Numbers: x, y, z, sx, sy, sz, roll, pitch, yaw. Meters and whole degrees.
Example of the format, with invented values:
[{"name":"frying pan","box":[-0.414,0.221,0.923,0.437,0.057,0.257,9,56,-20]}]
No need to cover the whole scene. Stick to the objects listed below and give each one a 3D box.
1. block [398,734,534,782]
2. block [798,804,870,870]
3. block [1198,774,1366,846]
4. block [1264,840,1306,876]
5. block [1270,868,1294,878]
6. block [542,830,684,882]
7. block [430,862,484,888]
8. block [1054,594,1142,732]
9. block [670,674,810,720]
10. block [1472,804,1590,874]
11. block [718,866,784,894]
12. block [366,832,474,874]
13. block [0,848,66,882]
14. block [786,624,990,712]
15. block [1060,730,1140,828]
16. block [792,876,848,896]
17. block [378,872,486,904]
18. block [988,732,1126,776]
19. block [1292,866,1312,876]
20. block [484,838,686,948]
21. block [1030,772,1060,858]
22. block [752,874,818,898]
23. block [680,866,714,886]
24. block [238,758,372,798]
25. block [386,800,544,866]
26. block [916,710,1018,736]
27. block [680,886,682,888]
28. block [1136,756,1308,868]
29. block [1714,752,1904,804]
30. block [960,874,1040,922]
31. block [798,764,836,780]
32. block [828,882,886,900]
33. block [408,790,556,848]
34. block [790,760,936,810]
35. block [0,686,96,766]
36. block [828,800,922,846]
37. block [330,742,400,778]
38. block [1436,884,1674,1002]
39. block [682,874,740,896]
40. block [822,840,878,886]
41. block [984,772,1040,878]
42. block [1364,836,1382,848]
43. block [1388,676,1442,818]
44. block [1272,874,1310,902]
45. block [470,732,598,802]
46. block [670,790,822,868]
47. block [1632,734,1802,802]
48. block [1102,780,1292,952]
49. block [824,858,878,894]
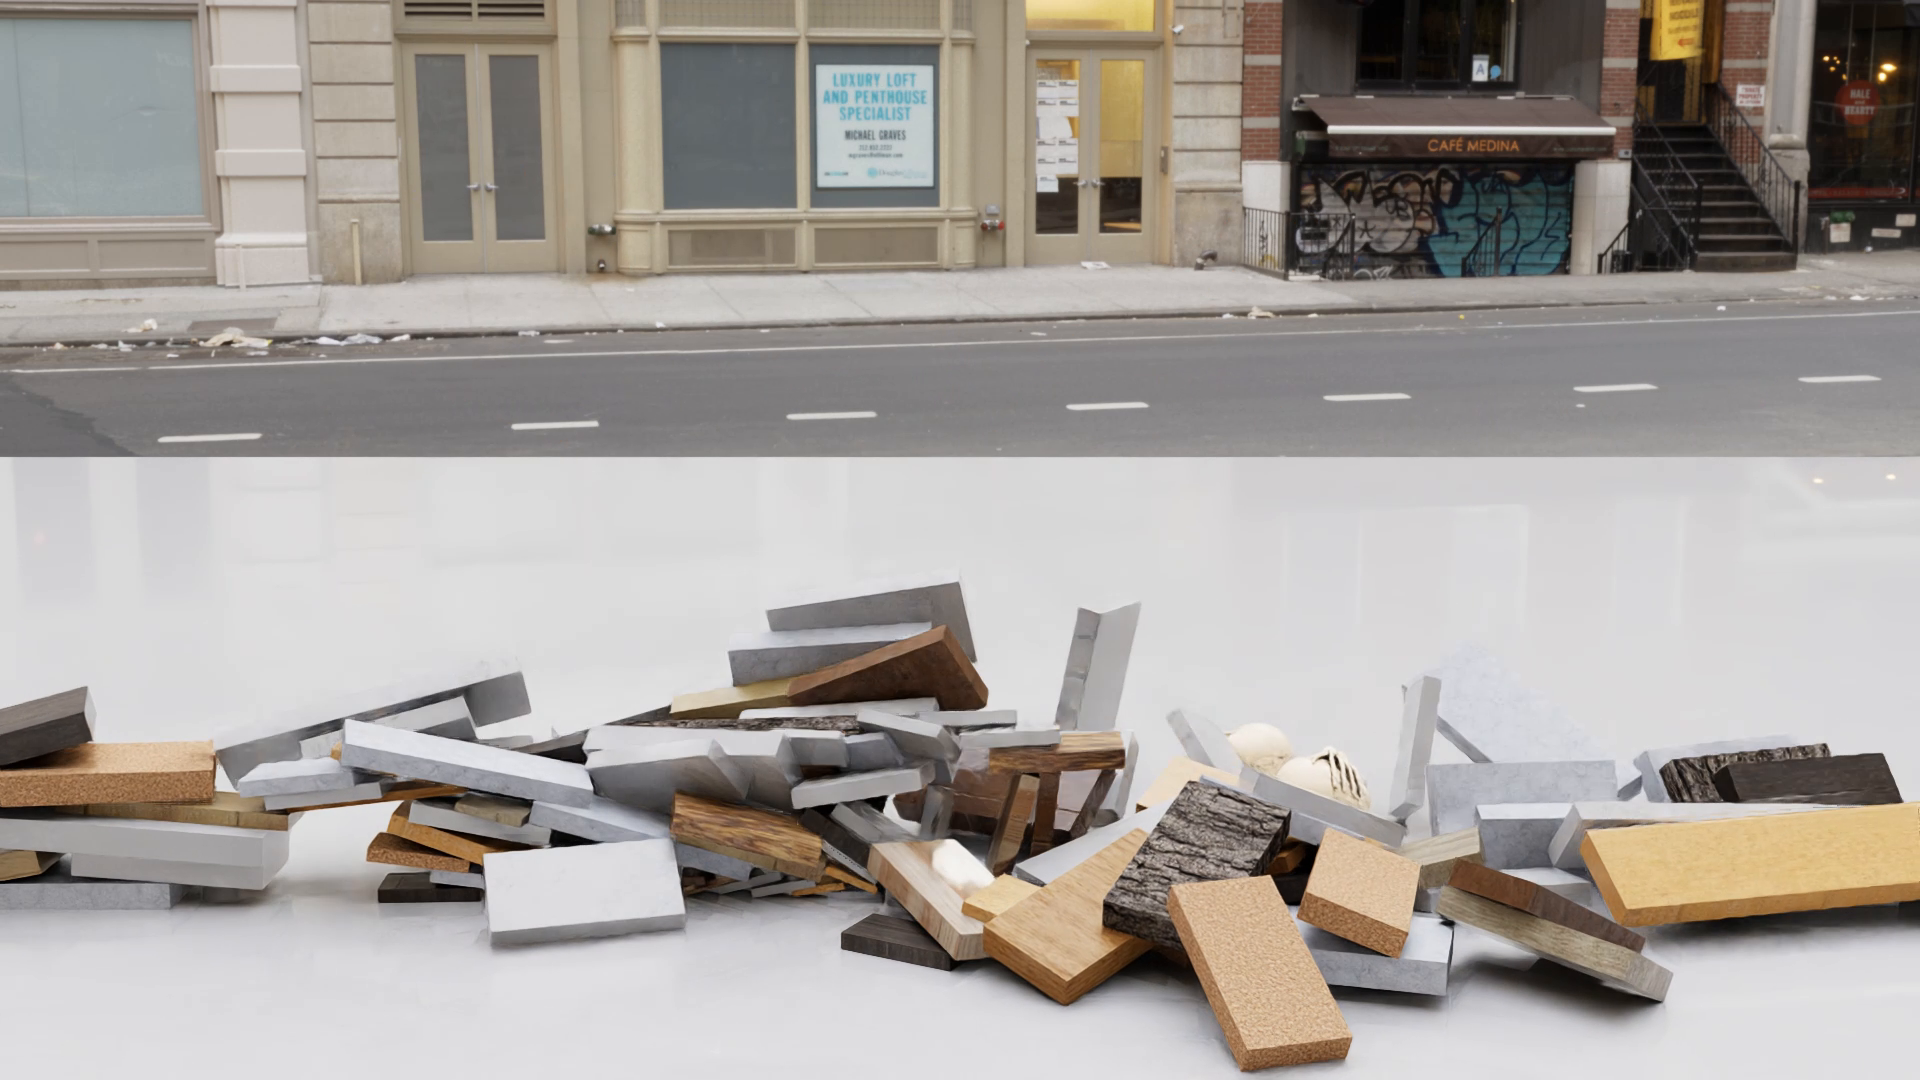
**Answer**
[{"name":"block","box":[-0.896,0.398,3.839,0.277,0.039,0.139,-3,-26,-37]},{"name":"block","box":[-0.162,0.510,3.664,0.220,0.031,0.110,35,6,2]},{"name":"block","box":[0.519,0.452,3.595,0.274,0.039,0.137,20,-1,5]},{"name":"block","box":[0.465,0.530,3.594,0.181,0.026,0.090,-14,3,28]},{"name":"block","box":[0.450,0.559,3.624,0.181,0.026,0.090,-13,3,32]},{"name":"block","box":[-0.575,0.524,3.660,0.229,0.033,0.115,7,10,-5]},{"name":"block","box":[-0.790,0.555,3.665,0.167,0.024,0.084,7,10,-3]},{"name":"block","box":[0.261,0.288,4.314,0.049,0.349,0.175,19,17,28]},{"name":"block","box":[-0.318,0.337,3.915,0.355,0.177,0.050,-9,30,7]},{"name":"block","box":[1.000,0.509,3.737,0.260,0.130,0.037,-1,34,-3]},{"name":"block","box":[-0.347,0.565,3.682,0.109,0.015,0.054,-14,10,8]},{"name":"block","box":[-0.891,0.519,3.652,0.167,0.024,0.084,7,10,-3]},{"name":"block","box":[-1.651,0.536,3.651,0.310,0.044,0.155,-10,10,1]},{"name":"block","box":[-0.124,0.266,3.788,0.311,0.155,0.044,-21,28,21]},{"name":"block","box":[0.132,0.435,3.987,0.359,0.051,0.180,-4,44,22]},{"name":"block","box":[-0.231,0.574,3.663,0.092,0.013,0.046,-10,10,14]},{"name":"block","box":[-0.877,0.579,3.665,0.167,0.024,0.084,0,11,-3]},{"name":"block","box":[0.159,0.352,3.633,0.221,0.031,0.111,-3,11,1]},{"name":"block","box":[0.575,0.556,3.577,0.181,0.026,0.090,-17,7,32]},{"name":"block","box":[-0.599,0.560,3.500,0.301,0.043,0.151,-3,45,-15]},{"name":"block","box":[0.138,0.479,3.653,0.031,0.221,0.111,7,11,2]},{"name":"block","box":[-0.290,0.571,3.666,0.109,0.015,0.054,-11,9,7]},{"name":"block","box":[-0.466,0.562,3.671,0.100,0.014,0.050,-5,12,12]},{"name":"block","box":[-1.072,0.386,3.608,0.193,0.027,0.096,-6,11,6]},{"name":"block","box":[-0.773,0.512,3.664,0.344,0.033,0.115,20,9,-3]},{"name":"block","box":[0.008,0.305,3.666,0.163,0.023,0.081,-1,-17,-9]},{"name":"block","box":[-0.515,0.577,3.696,0.100,0.014,0.050,2,13,9]},{"name":"block","box":[0.468,0.472,3.762,0.297,0.042,0.148,17,39,28]},{"name":"block","box":[1.512,0.470,3.888,0.325,0.162,0.046,-2,-30,-16]},{"name":"block","box":[0.067,0.559,3.408,0.072,0.020,0.143,17,17,24]},{"name":"block","box":[-0.273,0.388,3.732,0.125,0.063,0.018,3,32,14]},{"name":"block","box":[-0.172,0.584,3.664,0.092,0.013,0.046,1,11,4]},{"name":"block","box":[-0.787,0.456,3.648,0.230,0.033,0.115,11,10,-5]},{"name":"block","box":[-0.159,0.404,3.640,0.220,0.031,0.110,-10,2,12]},{"name":"block","box":[-1.610,0.333,3.603,0.359,0.051,0.180,-16,15,-16]},{"name":"block","box":[-0.113,0.503,3.679,0.220,0.031,0.110,35,6,2]},{"name":"block","box":[-0.967,0.357,3.601,0.113,0.016,0.057,16,12,-1]},{"name":"block","box":[0.880,0.597,3.264,0.311,0.044,0.156,16,-10,42]},{"name":"block","box":[-0.411,0.568,3.679,0.100,0.014,0.050,-15,10,2]},{"name":"block","box":[-0.180,0.529,3.643,0.109,0.015,0.054,34,5,-1]},{"name":"block","box":[0.084,0.480,3.653,0.031,0.221,0.111,15,10,-5]},{"name":"block","box":[0.549,0.540,3.800,0.356,0.050,0.178,2,11,11]},{"name":"block","box":[0.837,0.382,4.047,0.034,0.242,0.121,13,-18,0]},{"name":"block","box":[0.468,0.558,3.480,0.242,0.034,0.121,-13,-9,32]},{"name":"block","box":[-0.756,0.420,3.764,0.250,0.125,0.035,-12,24,-9]},{"name":"block","box":[-0.352,0.472,3.606,0.245,0.035,0.122,15,10,-10]},{"name":"block","box":[1.401,0.450,3.991,0.331,0.166,0.047,-4,-29,-19]},{"name":"block","box":[0.365,0.497,3.358,0.172,0.049,0.344,14,32,23]},{"name":"block","box":[-0.179,0.557,3.638,0.092,0.013,0.046,23,7,-3]}]
